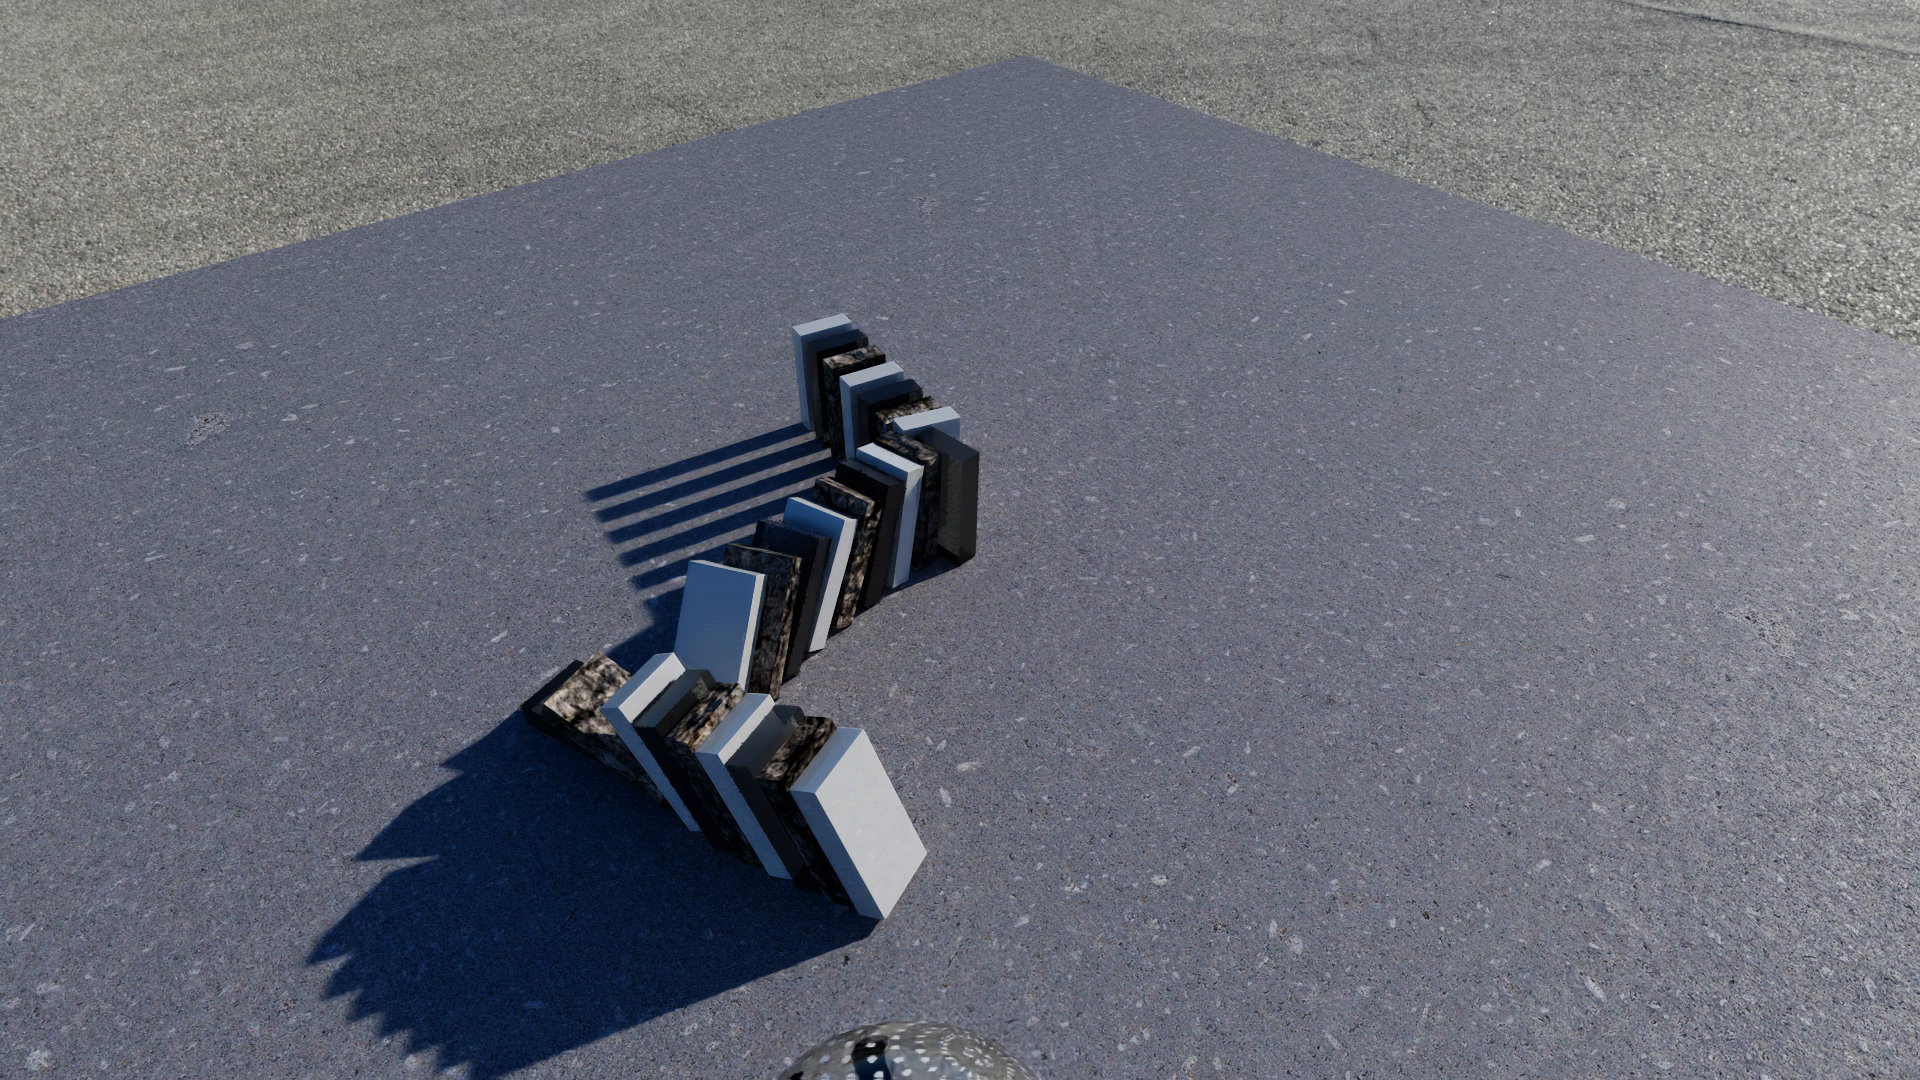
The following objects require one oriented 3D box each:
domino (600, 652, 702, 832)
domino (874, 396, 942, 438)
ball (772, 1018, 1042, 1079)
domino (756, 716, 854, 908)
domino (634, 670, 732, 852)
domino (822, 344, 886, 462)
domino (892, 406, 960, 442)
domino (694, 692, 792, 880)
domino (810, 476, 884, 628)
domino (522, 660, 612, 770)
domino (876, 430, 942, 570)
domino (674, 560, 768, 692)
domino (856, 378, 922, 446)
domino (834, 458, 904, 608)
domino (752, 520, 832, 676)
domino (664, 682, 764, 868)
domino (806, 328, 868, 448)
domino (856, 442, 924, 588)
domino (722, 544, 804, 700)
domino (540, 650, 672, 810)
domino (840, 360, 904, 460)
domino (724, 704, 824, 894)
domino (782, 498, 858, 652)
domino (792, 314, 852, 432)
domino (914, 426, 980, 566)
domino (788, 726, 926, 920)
[{"bbox_3d":[-0.085,0.062,0.337,0.010,0.050,0.025,-10,29,38],"label":"domino"},{"bbox_3d":[-0.020,-0.032,0.451,0.025,0.050,0.009,-20,43,-23],"label":"domino"},{"bbox_3d":[-0.011,0.139,0.218,0.080,0.080,0.080,0,39,0],"label":"ball"},{"bbox_3d":[-0.037,0.078,0.316,0.009,0.050,0.025,-2,33,35],"label":"domino"},{"bbox_3d":[-0.075,0.066,0.331,0.010,0.050,0.025,-4,32,35],"label":"domino"},{"bbox_3d":[-0.045,-0.059,0.483,0.025,0.050,0.010,-20,44,-23],"label":"domino"},{"bbox_3d":[-0.014,-0.028,0.444,0.025,0.050,0.009,-16,41,-24],"label":"domino"},{"bbox_3d":[-0.056,0.072,0.323,0.010,0.050,0.025,-2,33,34],"label":"domino"},{"bbox_3d":[-0.047,0.005,0.407,0.025,0.050,0.009,25,18,27],"label":"domino"},{"bbox_3d":[-0.119,0.060,0.370,0.050,0.010,0.025,20,44,23],"label":"domino"},{"bbox_3d":[-0.021,-0.015,0.430,0.025,0.050,0.009,26,41,28],"label":"domino"},{"bbox_3d":[-0.083,0.034,0.374,0.025,0.050,0.010,11,4,13],"label":"domino"},{"bbox_3d":[-0.028,-0.041,0.461,0.025,0.050,0.010,-20,44,-23],"label":"domino"},{"bbox_3d":[-0.038,-0.003,0.415,0.025,0.050,0.009,26,25,28],"label":"domino"},{"bbox_3d":[-0.064,0.020,0.390,0.025,0.050,0.009,17,7,19],"label":"domino"},{"bbox_3d":[-0.065,0.070,0.327,0.010,0.050,0.025,-2,33,35],"label":"domino"},{"bbox_3d":[-0.053,-0.068,0.494,0.025,0.050,0.009,-20,44,-23],"label":"domino"},{"bbox_3d":[-0.030,-0.009,0.422,0.025,0.050,0.009,26,33,28],"label":"domino"},{"bbox_3d":[-0.072,0.028,0.381,0.025,0.050,0.009,11,4,13],"label":"domino"},{"bbox_3d":[-0.104,0.060,0.350,0.050,0.010,0.025,36,48,1],"label":"domino"},{"bbox_3d":[-0.037,-0.050,0.472,0.025,0.050,0.009,-20,44,-23],"label":"domino"},{"bbox_3d":[-0.047,0.075,0.320,0.010,0.050,0.025,-2,33,35],"label":"domino"},{"bbox_3d":[-0.056,0.012,0.399,0.025,0.050,0.010,21,12,24],"label":"domino"},{"bbox_3d":[-0.062,-0.076,0.505,0.025,0.050,0.009,-20,44,-23],"label":"domino"},{"bbox_3d":[-0.005,-0.017,0.432,0.025,0.050,0.009,32,47,33],"label":"domino"},{"bbox_3d":[-0.028,0.081,0.313,0.009,0.050,0.025,-2,33,35],"label":"domino"}]
